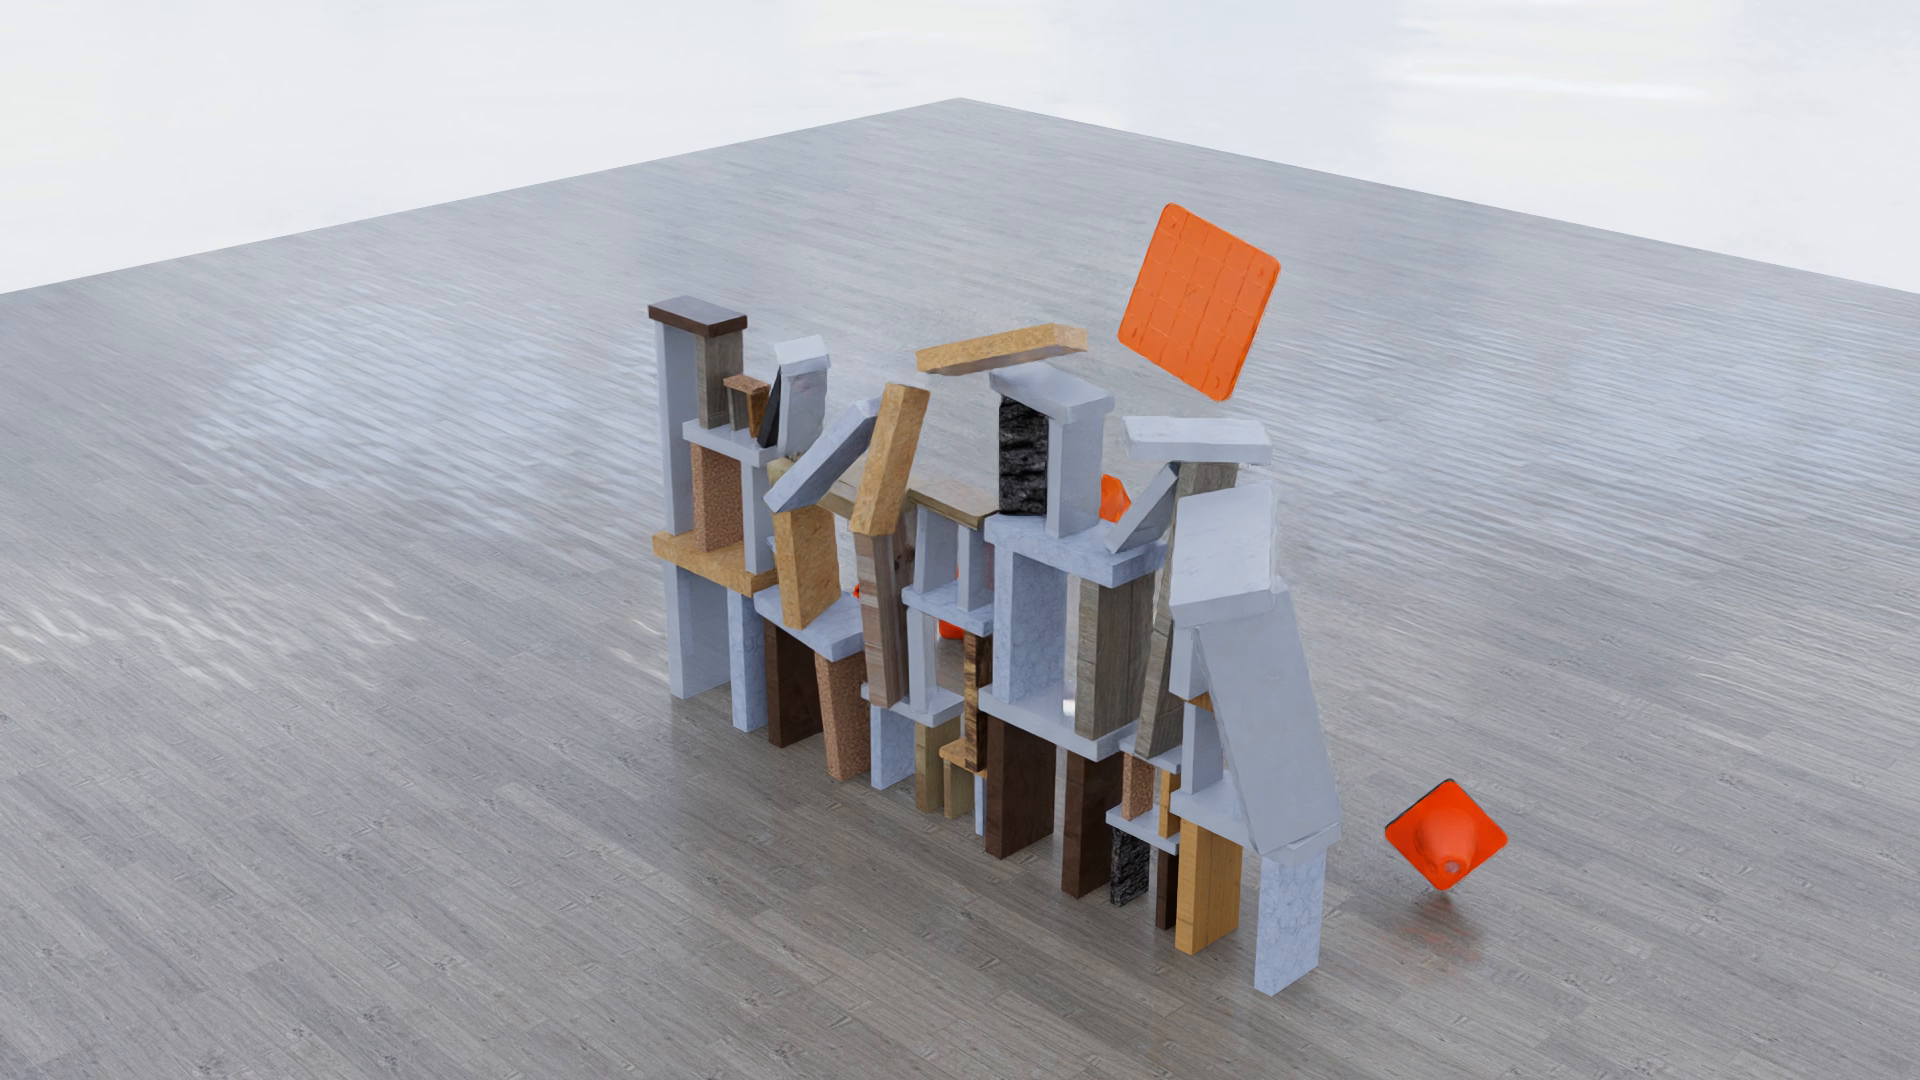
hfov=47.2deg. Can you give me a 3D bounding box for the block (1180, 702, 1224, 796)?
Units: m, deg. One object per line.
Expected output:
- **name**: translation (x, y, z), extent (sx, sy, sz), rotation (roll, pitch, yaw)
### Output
- **block**: translation (0.433, 0.355, 3.901), extent (0.089, 0.178, 0.025), rotation (-22, 31, -40)

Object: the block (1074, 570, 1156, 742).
- **block**: translation (0.283, 0.196, 4.011), extent (0.044, 0.312, 0.156), rotation (21, 30, 40)

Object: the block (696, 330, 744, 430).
- **block**: translation (-0.502, -0.343, 4.619), extent (0.029, 0.204, 0.102), rotation (22, 31, 40)

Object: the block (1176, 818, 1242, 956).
- **block**: translation (0.454, 0.604, 3.989), extent (0.136, 0.272, 0.039), rotation (-21, 31, -41)

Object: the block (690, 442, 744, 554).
- **block**: translation (-0.514, -0.107, 4.731), extent (0.035, 0.247, 0.124), rotation (21, 31, 40)

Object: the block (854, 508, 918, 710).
- **block**: translation (-0.134, 0.117, 4.354), extent (0.043, 0.418, 0.153), rotation (14, 33, 30)

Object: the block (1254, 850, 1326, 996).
- **block**: translation (0.582, 0.654, 3.871), extent (0.136, 0.272, 0.039), rotation (-21, 31, -41)

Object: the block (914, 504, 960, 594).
- **block**: translation (-0.044, 0.004, 4.268), extent (0.026, 0.186, 0.093), rotation (27, 35, 37)

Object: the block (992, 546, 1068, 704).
- **block**: translation (0.133, 0.139, 4.145), extent (0.044, 0.312, 0.156), rotation (21, 30, 40)

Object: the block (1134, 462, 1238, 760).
- **block**: translation (0.397, 0.110, 3.858), extent (0.118, 0.593, 0.033), rotation (-19, 36, -41)

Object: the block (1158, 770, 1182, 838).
- **block**: translation (0.392, 0.468, 3.993), extent (0.019, 0.134, 0.067), rotation (21, 29, 40)

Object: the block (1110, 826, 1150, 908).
- **block**: translation (0.321, 0.599, 4.134), extent (0.084, 0.167, 0.024), rotation (-21, 31, -41)

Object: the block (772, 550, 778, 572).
- **block**: translation (-0.362, 0.054, 4.620), extent (0.048, 0.095, 0.014), rotation (-22, 19, -31)

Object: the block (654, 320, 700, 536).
- **block**: translation (-0.599, -0.251, 4.764), extent (0.029, 0.487, 0.102), rotation (21, 31, 40)

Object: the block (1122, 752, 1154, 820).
- **block**: translation (0.329, 0.444, 4.051), extent (0.019, 0.134, 0.067), rotation (20, 29, 40)

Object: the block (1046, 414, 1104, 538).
- **block**: translation (0.207, -0.123, 3.963), extent (0.111, 0.221, 0.031), rotation (-19, 29, -41)

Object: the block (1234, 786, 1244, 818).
- **block**: translation (0.517, 0.388, 3.824), extent (0.089, 0.178, 0.025), rotation (-21, 31, -40)

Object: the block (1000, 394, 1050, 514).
- **block**: translation (0.130, -0.159, 4.044), extent (0.111, 0.221, 0.031), rotation (1, 10, 6)

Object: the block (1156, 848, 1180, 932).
- **block**: translation (0.400, 0.630, 4.061), extent (0.084, 0.167, 0.024), rotation (-21, 31, -41)

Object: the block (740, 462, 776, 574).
- **block**: translation (-0.397, -0.062, 4.624), extent (0.035, 0.248, 0.124), rotation (21, 31, 40)

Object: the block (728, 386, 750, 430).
- **block**: translation (-0.462, -0.281, 4.612), extent (0.013, 0.094, 0.047), rotation (16, 28, 42)

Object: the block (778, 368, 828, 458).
- **block**: translation (-0.311, -0.259, 4.345), extent (0.094, 0.187, 0.027), rotation (-25, 48, -34)

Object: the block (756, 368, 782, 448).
- **block**: translation (-0.346, -0.288, 4.482), extent (0.094, 0.219, 0.027), rotation (-21, 56, -41)

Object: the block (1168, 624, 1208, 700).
- **block**: translation (0.440, 0.106, 3.788), extent (0.158, 0.315, 0.045), rotation (-21, 34, -39)

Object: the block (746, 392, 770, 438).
- **block**: translation (-0.417, -0.264, 4.571), extent (0.013, 0.094, 0.047), rotation (16, 28, 42)

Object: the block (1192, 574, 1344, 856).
- **block**: translation (0.507, 0.295, 3.611), extent (0.158, 0.518, 0.045), rotation (-22, 35, -5)

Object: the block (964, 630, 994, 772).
- **block**: translation (0.060, 0.297, 4.285), extent (0.111, 0.300, 0.031), rotation (-22, 31, -40)

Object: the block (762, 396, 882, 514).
- **block**: translation (-0.235, -0.159, 4.074), extent (0.039, 0.275, 0.137), rotation (52, 28, 11)

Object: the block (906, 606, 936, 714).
- **block**: translation (-0.076, 0.219, 4.369), extent (0.031, 0.222, 0.111), rotation (3, 24, 10)

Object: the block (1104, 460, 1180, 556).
- **block**: translation (0.355, -0.066, 3.851), extent (0.118, 0.236, 0.033), rotation (-18, 66, -38)

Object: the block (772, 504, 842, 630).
- **block**: translation (-0.311, 0.011, 4.458), extent (0.043, 0.307, 0.153), rotation (12, 31, 27)

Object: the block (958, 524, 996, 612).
- **block**: translation (0.040, 0.037, 4.193), extent (0.026, 0.186, 0.093), rotation (23, 33, 39)

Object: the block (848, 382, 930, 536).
- **block**: translation (-0.128, -0.146, 4.009), extent (0.039, 0.275, 0.137), rotation (16, 5, 17)
